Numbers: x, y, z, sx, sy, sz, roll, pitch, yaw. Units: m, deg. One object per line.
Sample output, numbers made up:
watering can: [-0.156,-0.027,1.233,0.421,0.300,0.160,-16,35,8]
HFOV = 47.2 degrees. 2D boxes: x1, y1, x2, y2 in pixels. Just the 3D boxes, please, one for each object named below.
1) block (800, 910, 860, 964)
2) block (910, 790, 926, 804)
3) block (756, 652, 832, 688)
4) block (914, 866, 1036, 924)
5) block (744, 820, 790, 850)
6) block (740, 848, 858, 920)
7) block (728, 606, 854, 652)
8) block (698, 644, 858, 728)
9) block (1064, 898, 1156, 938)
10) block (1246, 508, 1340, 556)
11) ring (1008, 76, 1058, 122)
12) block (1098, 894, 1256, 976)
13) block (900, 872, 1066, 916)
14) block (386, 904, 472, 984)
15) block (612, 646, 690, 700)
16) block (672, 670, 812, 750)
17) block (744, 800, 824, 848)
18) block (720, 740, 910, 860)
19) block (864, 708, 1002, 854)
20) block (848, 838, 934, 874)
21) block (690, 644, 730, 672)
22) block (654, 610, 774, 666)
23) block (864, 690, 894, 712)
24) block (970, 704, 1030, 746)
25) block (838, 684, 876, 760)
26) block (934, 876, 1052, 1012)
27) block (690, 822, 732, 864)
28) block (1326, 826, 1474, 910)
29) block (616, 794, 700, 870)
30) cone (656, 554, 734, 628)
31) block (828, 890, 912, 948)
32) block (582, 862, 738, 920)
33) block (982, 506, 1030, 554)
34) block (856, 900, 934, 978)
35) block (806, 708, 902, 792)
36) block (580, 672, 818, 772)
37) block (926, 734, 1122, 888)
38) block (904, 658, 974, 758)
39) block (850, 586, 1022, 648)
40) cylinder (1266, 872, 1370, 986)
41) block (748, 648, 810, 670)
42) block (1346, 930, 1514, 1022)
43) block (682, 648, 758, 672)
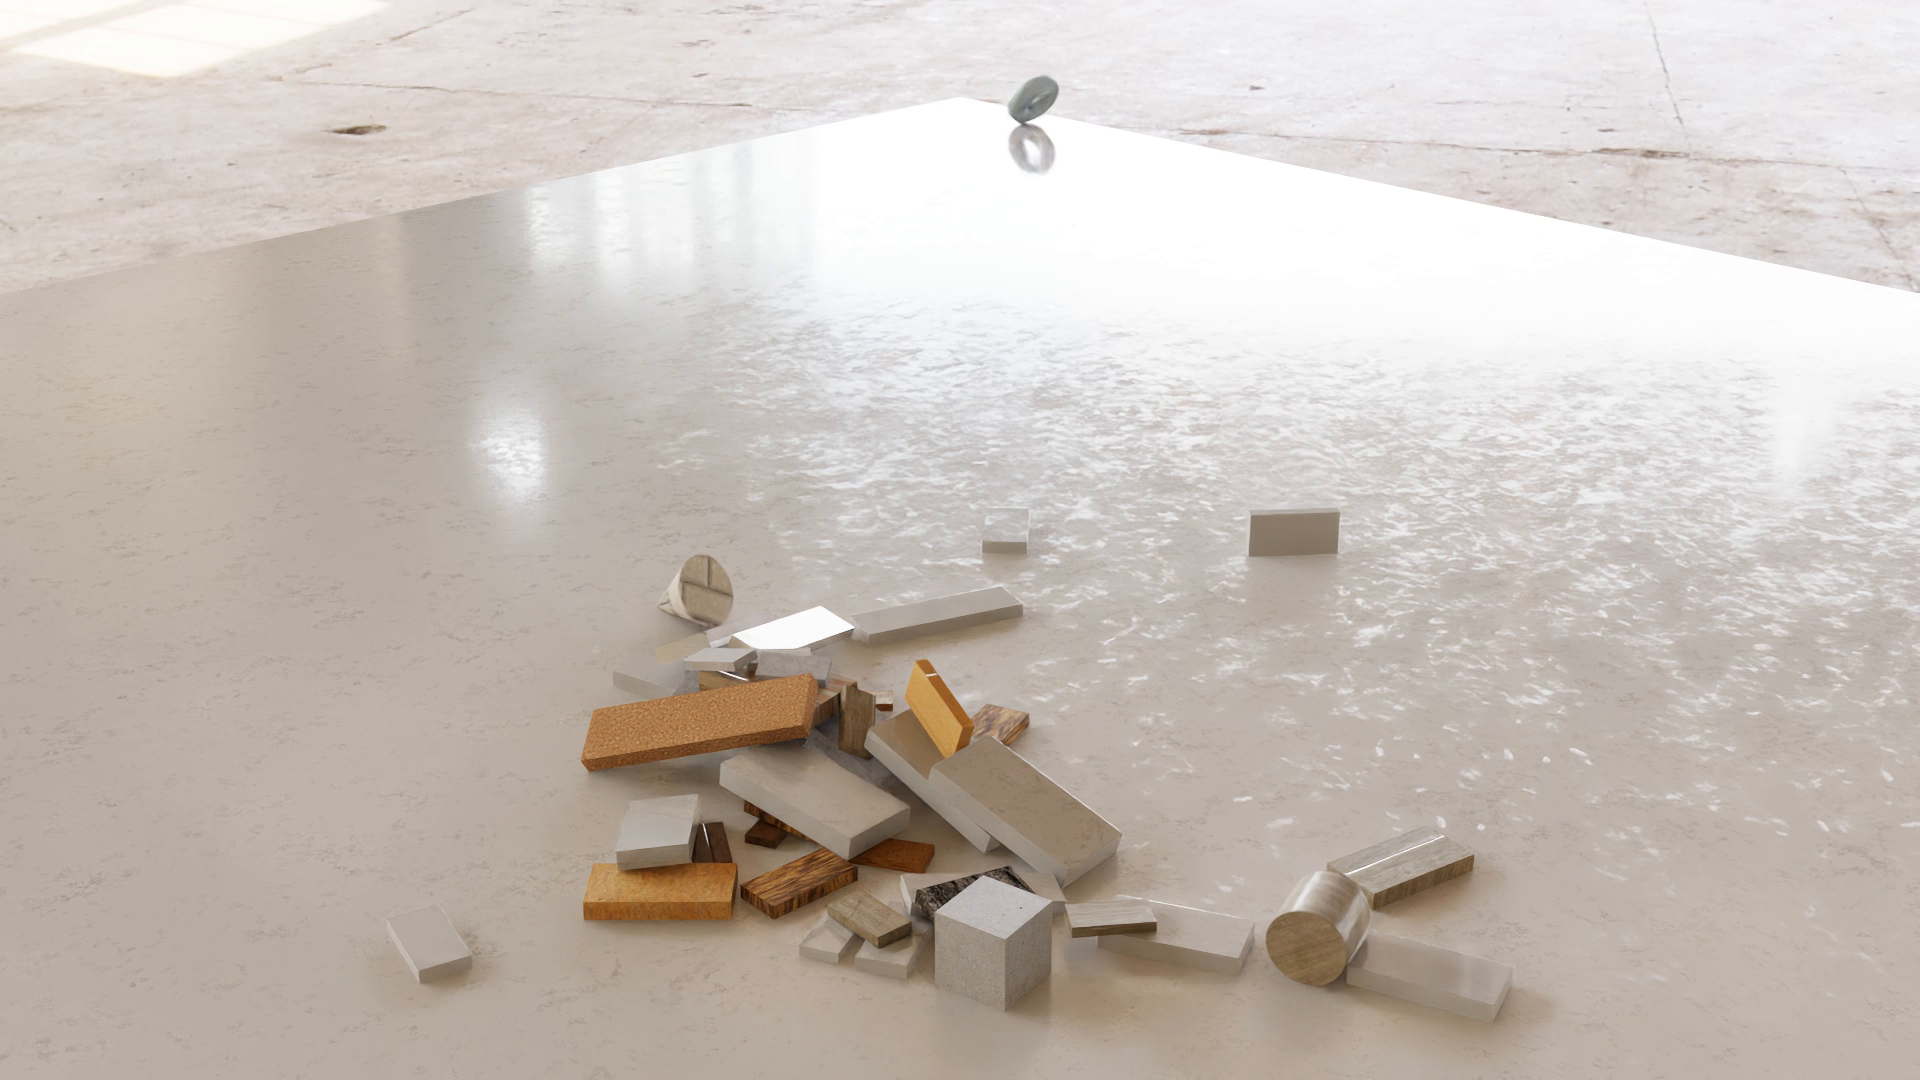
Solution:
block: [-0.228,0.720,4.035,0.077,0.022,0.154,9,24,19]
block: [-0.093,0.473,4.531,0.075,0.021,0.150,-23,60,-42]
block: [-0.351,0.273,4.643,0.149,0.021,0.075,4,37,6]
block: [0.031,0.661,4.043,0.203,0.029,0.102,-10,33,-31]
block: [-0.370,0.571,4.391,0.066,0.019,0.131,9,25,20]
block: [-0.306,0.652,4.187,0.203,0.029,0.102,-20,30,-38]
block: [-0.382,0.221,5.047,0.103,0.029,0.400,31,19,19]
block: [-0.387,0.309,4.670,0.309,0.044,0.154,16,29,32]
block: [0.274,0.690,4.012,0.156,0.022,0.078,-3,23,-7]
block: [0.857,-0.020,5.660,0.233,0.117,0.033,-2,23,-5]
ring: [0.344,-2.073,10.338,0.275,0.275,0.092,-20,67,-38]
block: [0.395,0.720,4.016,0.261,0.037,0.130,8,24,18]
block: [0.043,0.663,4.117,0.295,0.029,0.102,2,22,-13]
block: [-0.965,0.733,3.998,0.097,0.028,0.194,-13,26,-27]
block: [-0.624,0.320,4.953,0.290,0.041,0.145,15,27,31]
block: [-0.457,0.372,4.701,0.309,0.044,0.154,19,34,11]
block: [-0.324,0.546,4.392,0.194,0.028,0.097,20,28,26]
block: [-0.291,0.509,4.388,0.354,0.050,0.177,25,31,33]
block: [-0.008,0.473,4.437,0.354,0.050,0.177,39,41,28]
block: [-0.134,0.612,4.290,0.154,0.022,0.077,6,24,15]
block: [-0.452,0.328,4.850,0.145,0.041,0.290,-19,43,-38]
block: [-0.557,0.223,5.021,0.145,0.041,0.290,-19,-1,26]
block: [-0.215,0.358,4.893,0.131,0.019,0.066,-1,23,-2]
block: [0.059,0.418,4.738,0.103,0.029,0.206,11,25,25]
block: [-0.213,0.378,4.562,0.075,0.021,0.149,23,46,-27]
block: [0.060,0.712,3.892,0.149,0.149,0.149,15,27,32]
block: [-0.493,0.604,4.309,0.077,0.022,0.154,-5,24,-12]
block: [0.847,0.629,4.231,0.261,0.037,0.131,-14,27,-30]
block: [-0.587,0.569,4.298,0.137,0.039,0.275,-6,14,-1]
cone: [-0.675,0.143,5.322,0.178,0.178,0.178,-17,10,37]
block: [-0.166,0.693,4.031,0.078,0.022,0.156,-20,27,-35]
block: [-0.563,0.663,4.150,0.275,0.039,0.137,0,23,0]
block: [0.122,-0.027,5.781,0.117,0.033,0.233,1,23,3]
block: [-0.112,0.728,4.011,0.097,0.028,0.194,7,24,16]
block: [-0.221,0.410,4.637,0.309,0.044,0.154,34,40,31]
block: [-0.543,0.380,4.570,0.507,0.039,0.137,-10,44,18]
block: [0.126,0.528,4.319,0.354,0.050,0.177,35,38,26]
block: [-0.043,0.348,4.460,0.029,0.103,0.206,-8,42,-31]
block: [-0.056,0.183,5.288,0.405,0.033,0.117,-10,25,-23]
cylinder: [0.642,0.694,3.936,0.148,0.148,0.148,11,25,24]
block: [-0.388,0.256,4.712,0.131,0.019,0.066,-1,24,0]
block: [0.832,0.771,3.896,0.261,0.037,0.131,11,26,25]
block: [-0.512,0.255,4.697,0.149,0.021,0.075,-1,19,38]
